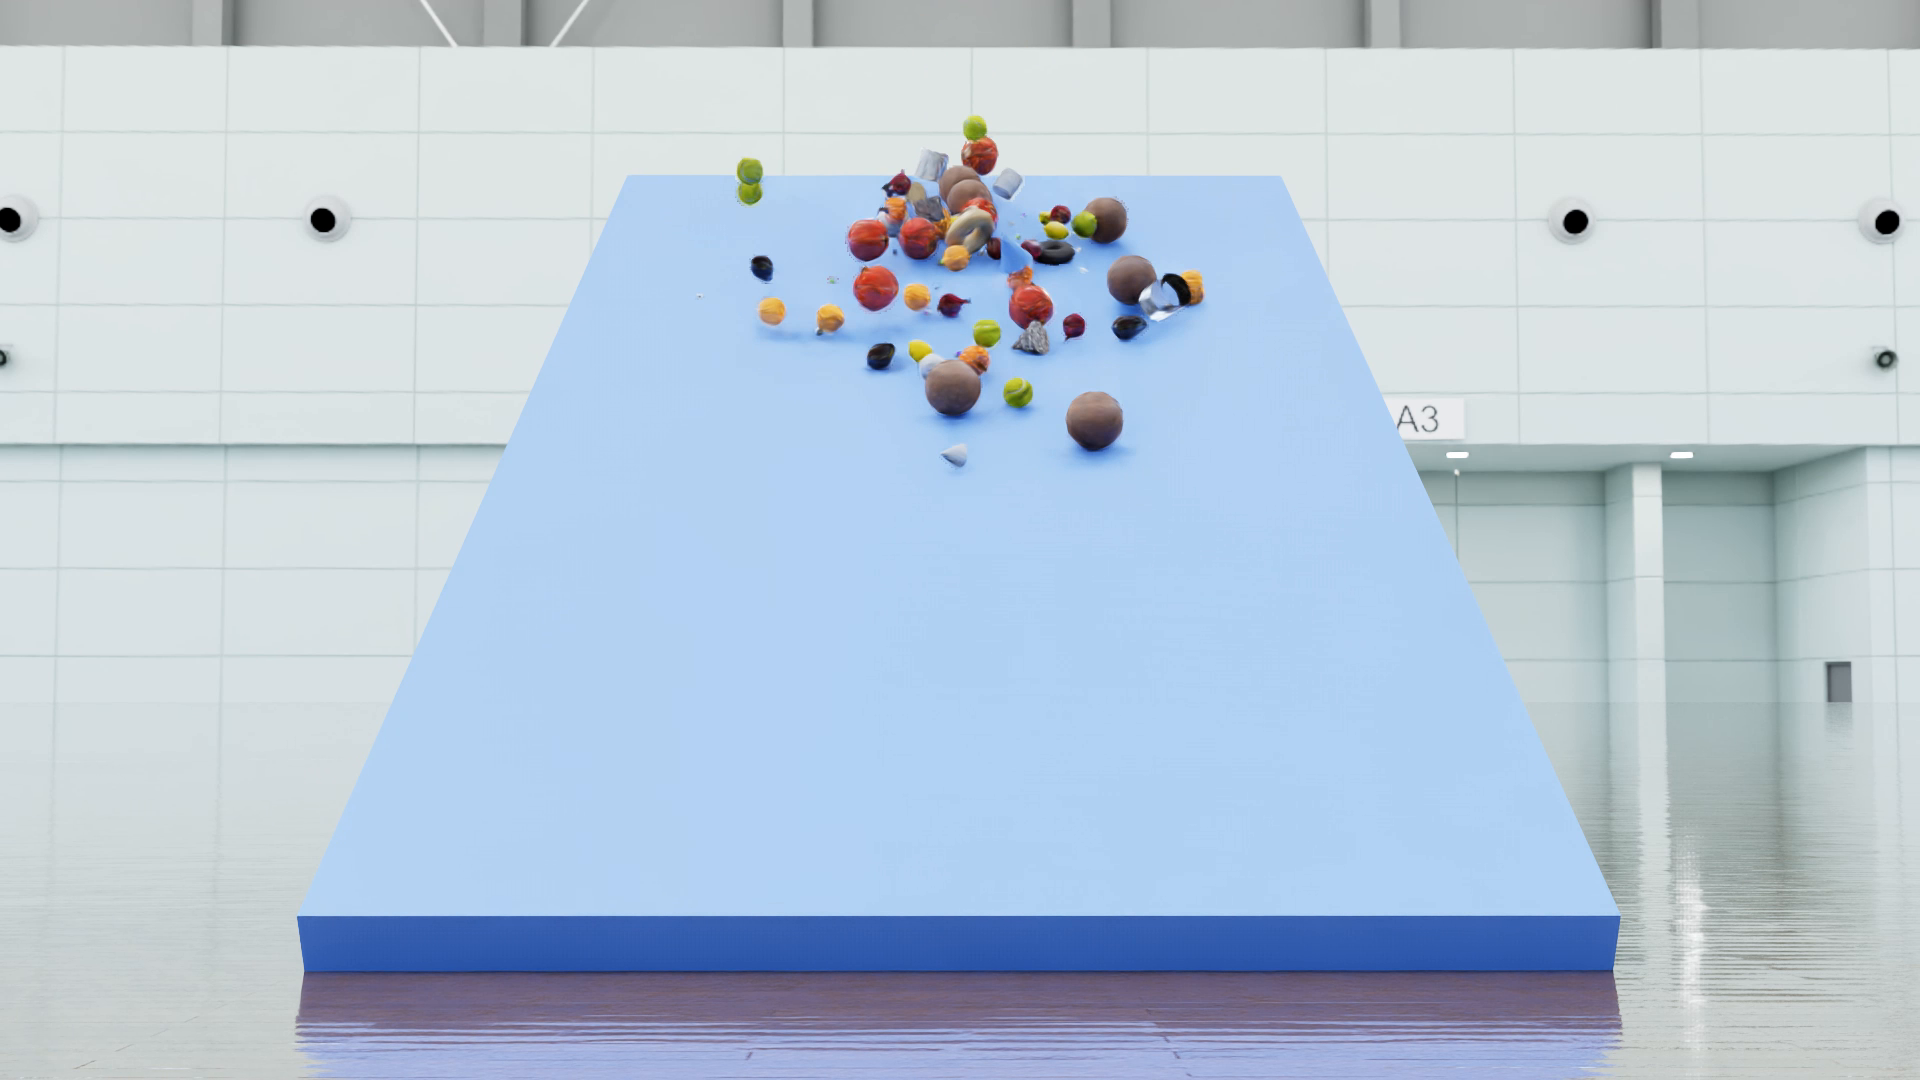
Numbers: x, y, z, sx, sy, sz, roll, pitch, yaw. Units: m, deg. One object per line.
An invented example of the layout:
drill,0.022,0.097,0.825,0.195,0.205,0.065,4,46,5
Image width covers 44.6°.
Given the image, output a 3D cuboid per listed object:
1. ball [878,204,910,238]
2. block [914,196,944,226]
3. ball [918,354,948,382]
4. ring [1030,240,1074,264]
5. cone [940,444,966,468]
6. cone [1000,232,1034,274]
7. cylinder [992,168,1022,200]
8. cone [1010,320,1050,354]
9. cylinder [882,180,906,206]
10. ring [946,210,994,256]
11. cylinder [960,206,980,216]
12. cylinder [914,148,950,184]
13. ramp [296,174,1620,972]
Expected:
ball,-0.187,-0.898,6.580,0.093,0.093,0.093,0,-4,0
block,-0.085,-0.910,6.460,0.066,0.066,0.066,-14,6,-7
ball,-0.064,-0.407,5.552,0.068,0.068,0.068,0,-4,0
ring,0.252,-0.787,6.406,0.122,0.041,0.122,-1,26,0
cone,-0.023,-0.185,5.070,0.055,0.055,0.055,5,-6,-31
cone,0.129,-0.763,6.121,0.096,0.096,0.096,-20,27,11
cylinder,0.139,-1.045,6.862,0.066,0.066,0.066,32,-14,9
cone,0.160,-0.485,5.756,0.088,0.088,0.088,-17,-12,32
cylinder,-0.190,-0.998,6.762,0.060,0.060,0.060,-13,31,8
ring,0.027,-0.834,6.353,0.148,0.049,0.148,-28,-30,-18
cylinder,0.031,-0.885,6.430,0.060,0.060,0.060,-1,15,8
cylinder,-0.083,-1.110,6.944,0.087,0.087,0.087,15,8,-2
ramp,-0.009,-0.229,5.369,2.000,0.100,4.000,0,25,0
